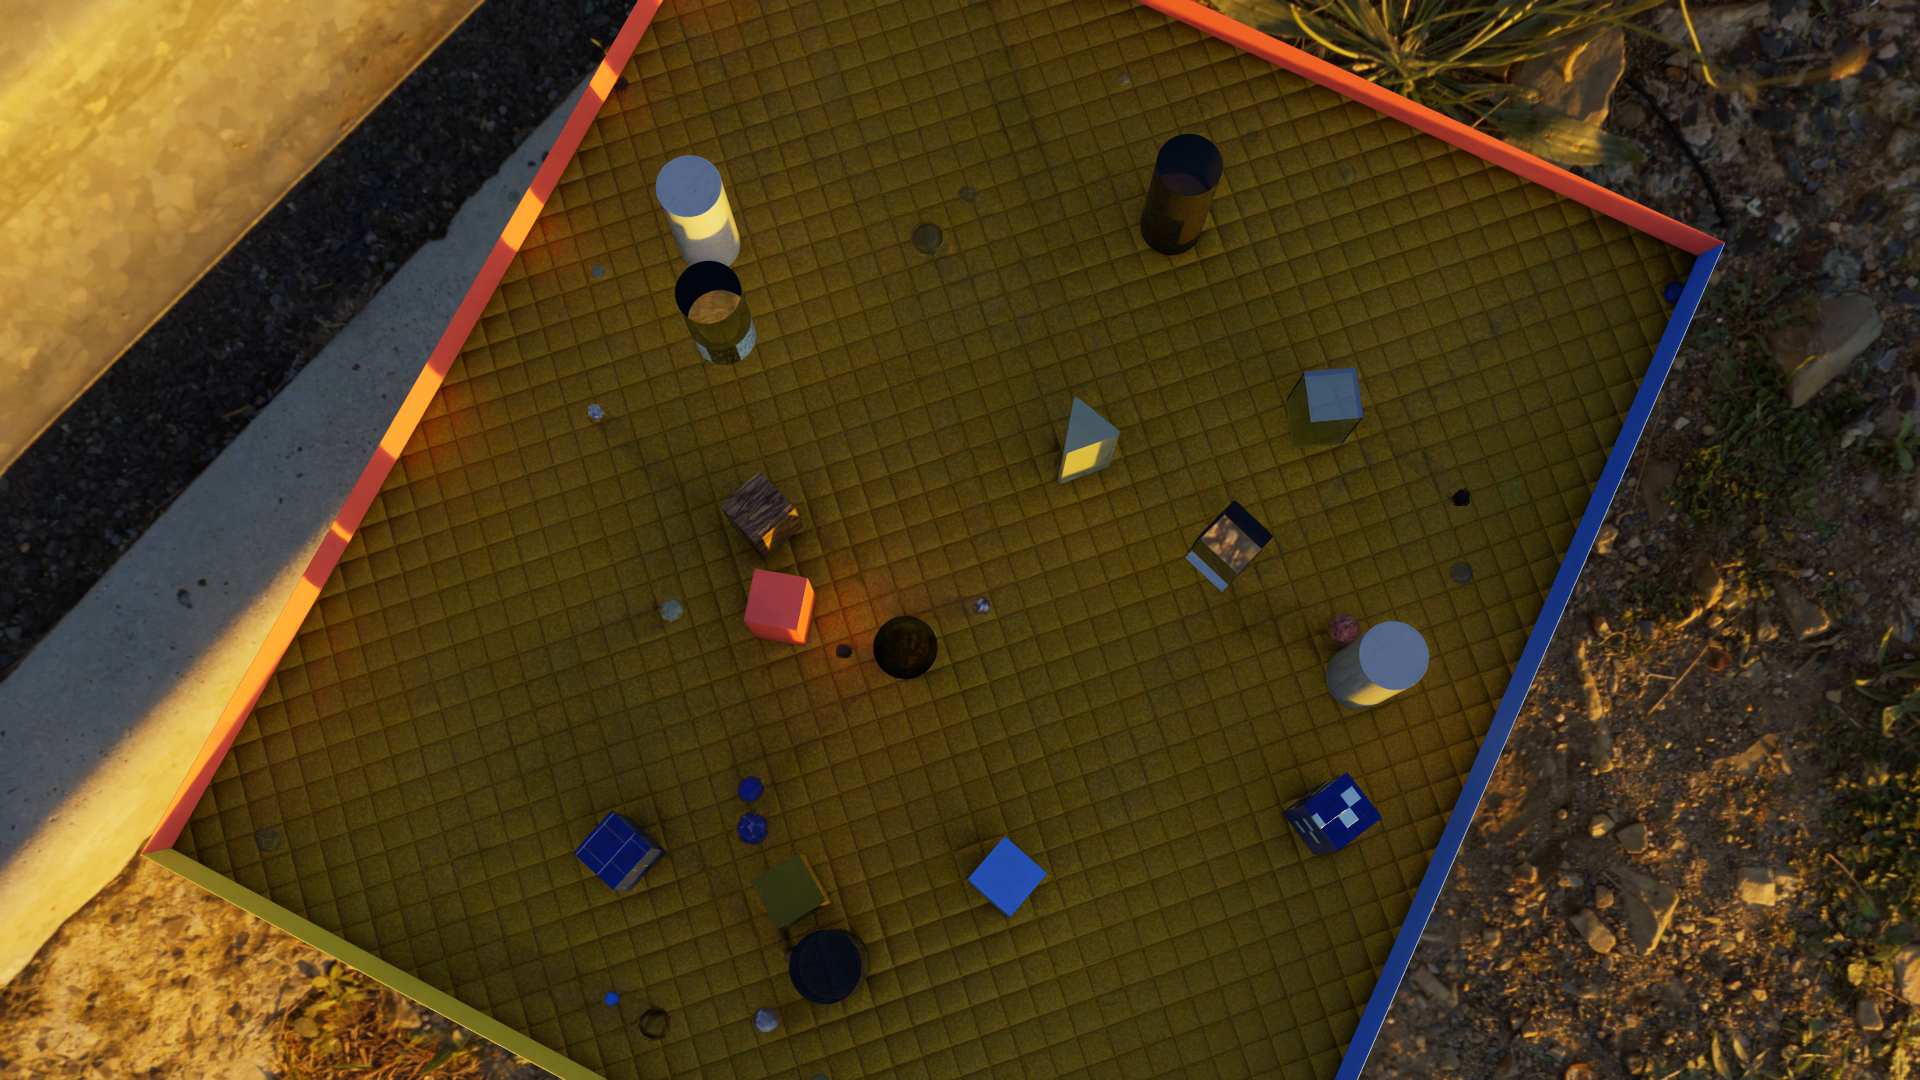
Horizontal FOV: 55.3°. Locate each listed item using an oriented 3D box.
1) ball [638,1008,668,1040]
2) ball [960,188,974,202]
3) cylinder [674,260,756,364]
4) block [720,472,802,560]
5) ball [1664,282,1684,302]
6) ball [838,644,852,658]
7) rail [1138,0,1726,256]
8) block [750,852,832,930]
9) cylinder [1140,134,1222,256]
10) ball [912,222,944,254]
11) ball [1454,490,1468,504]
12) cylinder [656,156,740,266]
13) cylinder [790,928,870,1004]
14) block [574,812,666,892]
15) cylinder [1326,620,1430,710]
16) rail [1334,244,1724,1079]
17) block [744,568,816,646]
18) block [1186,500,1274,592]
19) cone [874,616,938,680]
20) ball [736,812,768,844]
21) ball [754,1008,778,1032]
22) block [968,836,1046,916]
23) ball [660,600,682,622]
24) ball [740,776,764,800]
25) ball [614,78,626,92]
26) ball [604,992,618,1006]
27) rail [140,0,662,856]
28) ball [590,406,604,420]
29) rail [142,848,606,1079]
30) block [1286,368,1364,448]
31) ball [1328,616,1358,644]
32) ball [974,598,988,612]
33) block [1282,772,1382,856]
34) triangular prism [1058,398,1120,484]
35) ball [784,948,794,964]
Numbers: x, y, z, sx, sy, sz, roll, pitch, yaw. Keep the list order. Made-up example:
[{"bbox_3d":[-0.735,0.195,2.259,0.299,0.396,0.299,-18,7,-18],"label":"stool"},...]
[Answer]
[{"bbox_3d":[-0.883,1.396,5.285,0.084,0.084,0.084,0,78,0],"label":"ball"},{"bbox_3d":[0.025,-1.097,5.821,0.044,0.044,0.044,0,78,0],"label":"ball"},{"bbox_3d":[-0.736,-0.683,5.551,0.194,0.405,0.194,0,78,0],"label":"cylinder"},{"bbox_3d":[-0.593,-0.070,5.500,0.155,0.257,0.155,-43,81,-8],"label":"block"},{"bbox_3d":[2.238,-0.778,5.746,0.061,0.061,0.061,0,78,0],"label":"ball"},{"bbox_3d":[-0.346,0.336,5.526,0.042,0.042,0.042,0,78,0],"label":"ball"},{"bbox_3d":[0.838,-1.634,5.889,3.406,0.126,0.045,26,80,5],"label":"rail"},{"bbox_3d":[-0.481,1.011,5.266,0.155,0.276,0.155,-30,80,-6],"label":"block"},{"bbox_3d":[0.670,-1.046,5.585,0.194,0.485,0.194,0,78,0],"label":"cylinder"},{"bbox_3d":[-0.102,-0.948,5.763,0.097,0.097,0.097,0,78,0],"label":"ball"},{"bbox_3d":[1.538,-0.130,5.621,0.044,0.044,0.044,0,78,0],"label":"ball"},{"bbox_3d":[-0.793,-0.986,5.582,0.194,0.467,0.194,0,78,0],"label":"cylinder"},{"bbox_3d":[-0.360,1.189,5.128,0.194,0.475,0.194,0,78,0],"label":"cylinder"},{"bbox_3d":[-0.980,0.901,5.293,0.155,0.268,0.155,41,81,8],"label":"block"},{"bbox_3d":[1.201,0.367,5.300,0.194,0.470,0.194,0,78,0],"label":"cylinder"},{"bbox_3d":[1.502,0.742,5.398,0.045,0.126,3.795,26,80,5],"label":"rail"},{"bbox_3d":[-0.530,0.202,5.416,0.155,0.310,0.155,10,79,2],"label":"block"},{"bbox_3d":[0.798,0.021,5.453,0.155,0.311,0.155,44,82,8],"label":"block"},{"bbox_3d":[-0.165,0.286,5.361,0.194,0.384,0.194,0,78,0],"label":"cone"},{"bbox_3d":[-0.612,0.847,5.395,0.090,0.090,0.090,0,78,0],"label":"ball"},{"bbox_3d":[-0.558,1.387,5.295,0.069,0.069,0.069,0,78,0],"label":"ball"},{"bbox_3d":[0.131,0.964,5.229,0.155,0.369,0.155,41,81,8],"label":"block"},{"bbox_3d":[-0.873,0.215,5.539,0.064,0.064,0.064,0,78,0],"label":"ball"},{"bbox_3d":[-0.617,0.736,5.428,0.072,0.072,0.072,0,78,0],"label":"ball"},{"bbox_3d":[-1.094,-1.464,5.898,0.042,0.042,0.042,0,78,0],"label":"ball"},{"bbox_3d":[-1.012,1.331,5.320,0.041,0.041,0.041,0,78,0],"label":"ball"},{"bbox_3d":[-1.502,-0.729,5.702,0.045,0.126,3.795,26,80,5],"label":"rail"},{"bbox_3d":[-1.125,-0.394,5.676,0.044,0.044,0.044,0,78,0],"label":"ball"},{"bbox_3d":[-0.838,1.648,5.210,3.406,0.126,0.045,26,80,5],"label":"rail"},{"bbox_3d":[1.099,-0.396,5.541,0.155,0.309,0.155,-5,78,-1],"label":"block"},{"bbox_3d":[1.155,0.270,5.516,0.088,0.088,0.088,0,78,0],"label":"ball"},{"bbox_3d":[0.063,0.198,5.552,0.046,0.046,0.046,0,78,0],"label":"ball"},{"bbox_3d":[1.066,0.791,5.274,0.155,0.351,0.155,-35,81,-7],"label":"block"},{"bbox_3d":[0.359,-0.309,5.484,0.168,0.384,0.146,-19,79,-4],"label":"triangular prism"},{"bbox_3d":[-0.488,1.213,5.339,0.052,0.052,0.052,0,78,0],"label":"ball"}]
